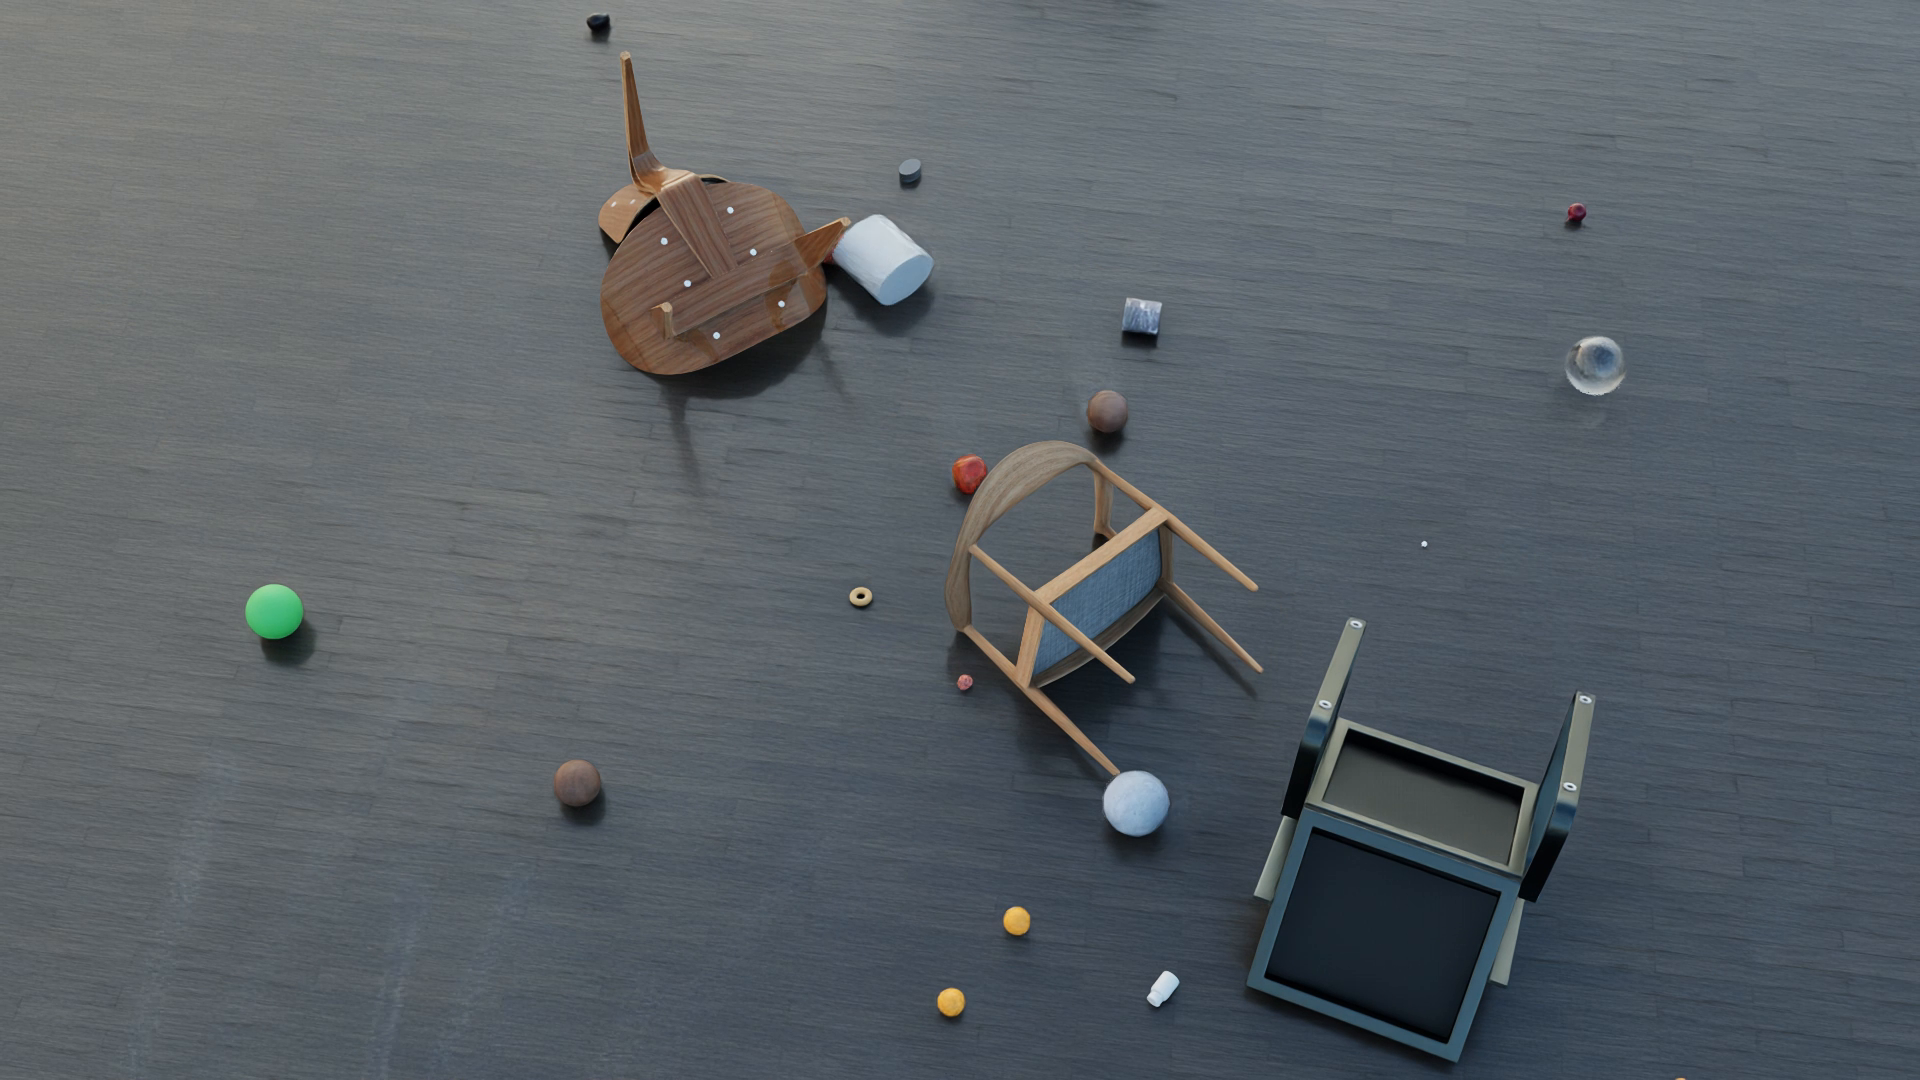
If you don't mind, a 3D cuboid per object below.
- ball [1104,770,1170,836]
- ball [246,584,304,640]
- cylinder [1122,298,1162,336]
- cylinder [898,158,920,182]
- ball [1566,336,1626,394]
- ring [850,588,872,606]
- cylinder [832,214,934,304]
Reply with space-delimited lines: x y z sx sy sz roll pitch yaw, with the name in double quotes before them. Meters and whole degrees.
"ball" 0.480 0.716 5.986 0.179 0.179 0.179 0 56 0
"ball" -1.977 0.207 6.339 0.160 0.160 0.160 0 56 0
"cylinder" 0.579 -0.711 7.002 0.111 0.080 0.121 9 55 6
"cylinder" -0.168 -1.240 7.383 0.084 0.038 0.060 -39 65 -23
"ball" 1.974 -0.542 6.827 0.184 0.184 0.184 0 56 0
"ring" -0.291 0.166 6.450 0.068 0.021 0.061 -5 57 -4
"cylinder" -0.247 -0.902 7.073 0.235 0.177 0.224 -34 62 -26
